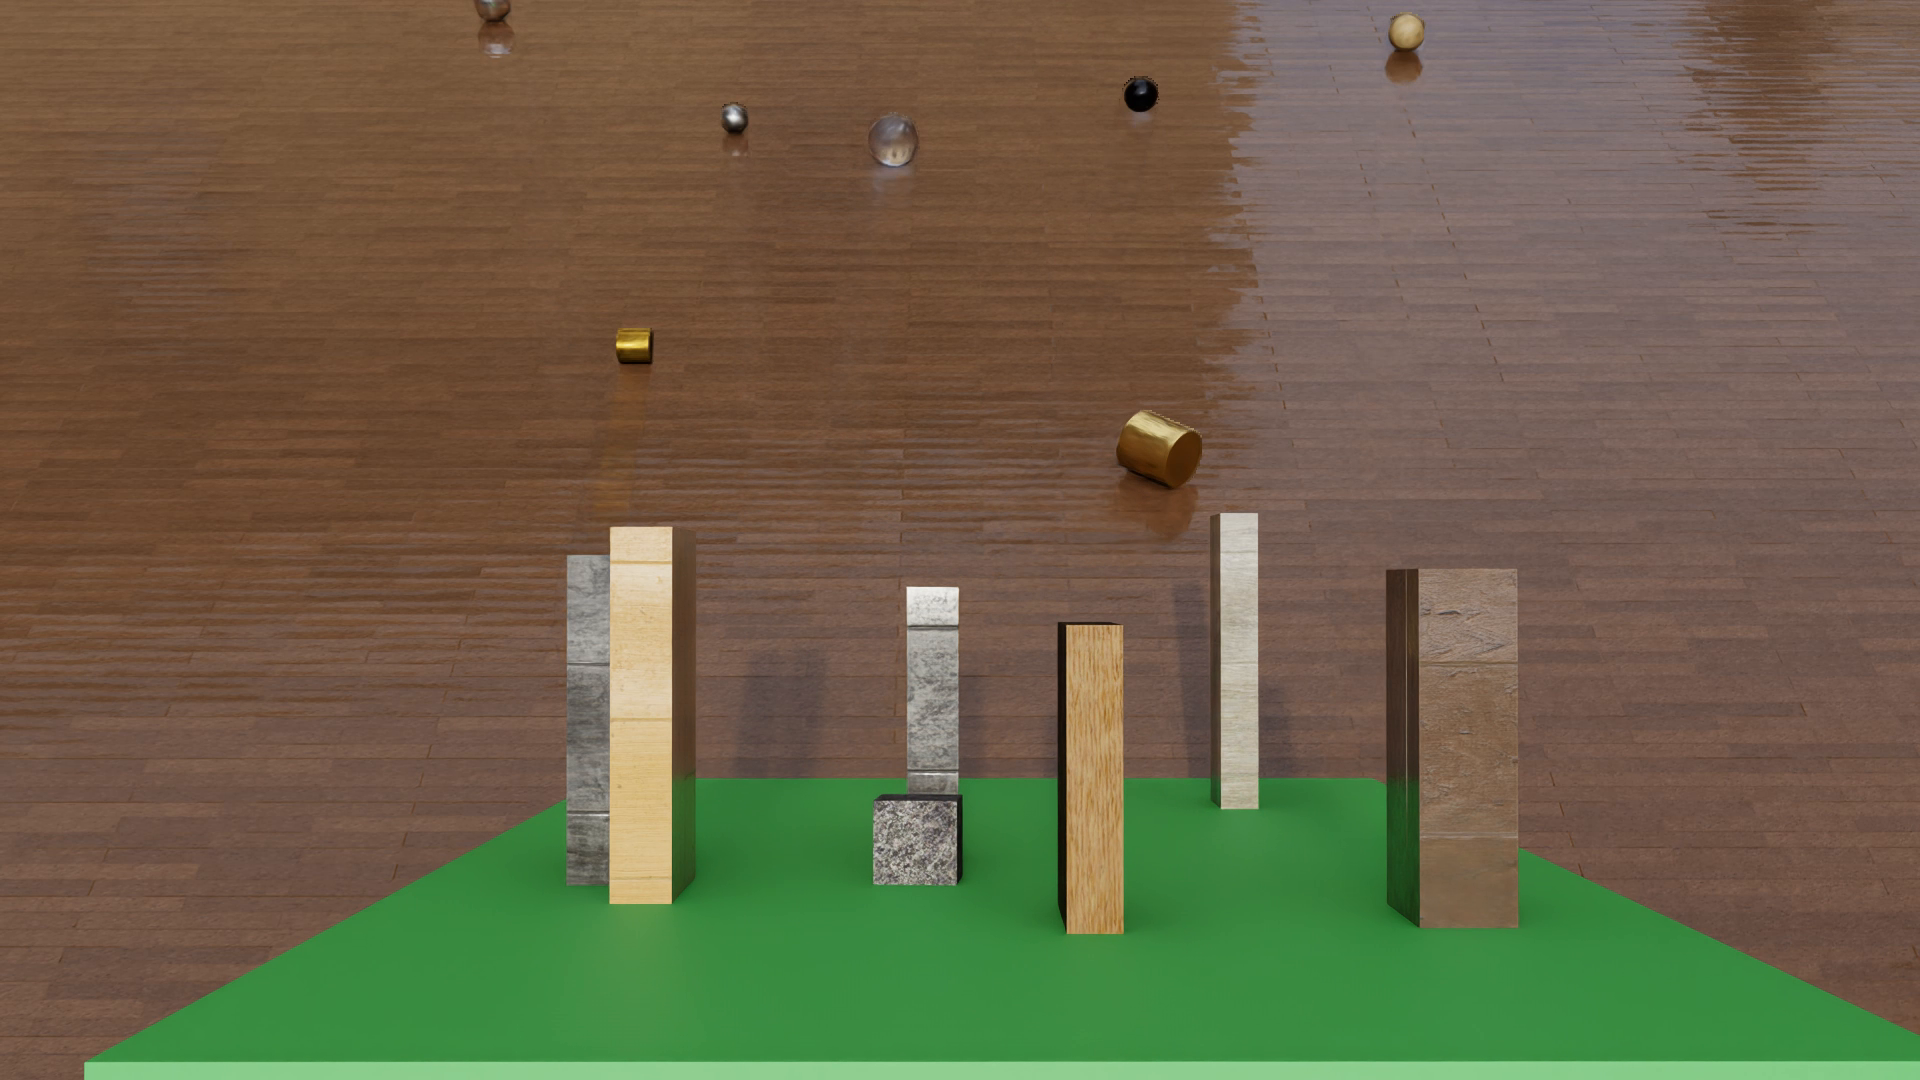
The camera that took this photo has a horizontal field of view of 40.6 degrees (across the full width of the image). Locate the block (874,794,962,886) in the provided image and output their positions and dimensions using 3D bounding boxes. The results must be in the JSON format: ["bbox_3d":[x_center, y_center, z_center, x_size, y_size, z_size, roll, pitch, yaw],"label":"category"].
[{"bbox_3d":[-0.071,0.510,4.429,0.141,0.141,0.141,0,-1,4],"label":"block"}]

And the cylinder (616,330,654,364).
[{"bbox_3d":[-1.101,-0.655,8.782,0.109,0.109,0.109,-3,33,1],"label":"cylinder"}]

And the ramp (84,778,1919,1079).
[{"bbox_3d":[0.073,0.636,4.743,2.000,0.100,4.000,0,-1,0],"label":"ramp"}]

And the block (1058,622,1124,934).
[{"bbox_3d":[0.195,0.349,3.920,0.082,0.446,0.341,0,-1,0],"label":"block"}]

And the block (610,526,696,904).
[{"bbox_3d":[-0.505,0.280,4.289,0.098,0.596,0.371,0,-1,0],"label":"block"}]

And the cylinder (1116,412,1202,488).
[{"bbox_3d":[0.624,-0.284,8.131,0.189,0.189,0.189,25,41,34],"label":"cylinder"}]

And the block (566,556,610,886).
[{"bbox_3d":[-0.615,0.306,4.570,0.092,0.554,0.427,0,-1,0],"label":"block"}]

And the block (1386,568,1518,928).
[{"bbox_3d":[0.747,0.309,3.957,0.145,0.528,0.293,0,-1,0],"label":"block"}]

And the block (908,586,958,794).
[{"bbox_3d":[-0.047,0.335,4.699,0.089,0.500,0.389,0,-1,0],"label":"block"}]

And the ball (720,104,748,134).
[{"bbox_3d":[-0.904,-1.685,10.382,0.114,0.114,0.114,0,33,0],"label":"ball"}]

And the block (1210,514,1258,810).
[{"bbox_3d":[0.628,0.274,5.948,0.084,0.664,0.242,0,-1,0],"label":"block"}]

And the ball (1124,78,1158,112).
[{"bbox_3d":[0.737,-1.811,10.559,0.136,0.136,0.136,0,33,0],"label":"ball"}]

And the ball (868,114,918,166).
[{"bbox_3d":[-0.260,-1.557,10.105,0.198,0.198,0.198,0,33,0],"label":"ball"}]

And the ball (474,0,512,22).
[{"bbox_3d":[-2.055,-2.364,11.393,0.165,0.165,0.165,0,33,0],"label":"ball"}]

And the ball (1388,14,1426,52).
[{"bbox_3d":[1.911,-2.169,11.098,0.157,0.157,0.157,0,33,0],"label":"ball"}]
